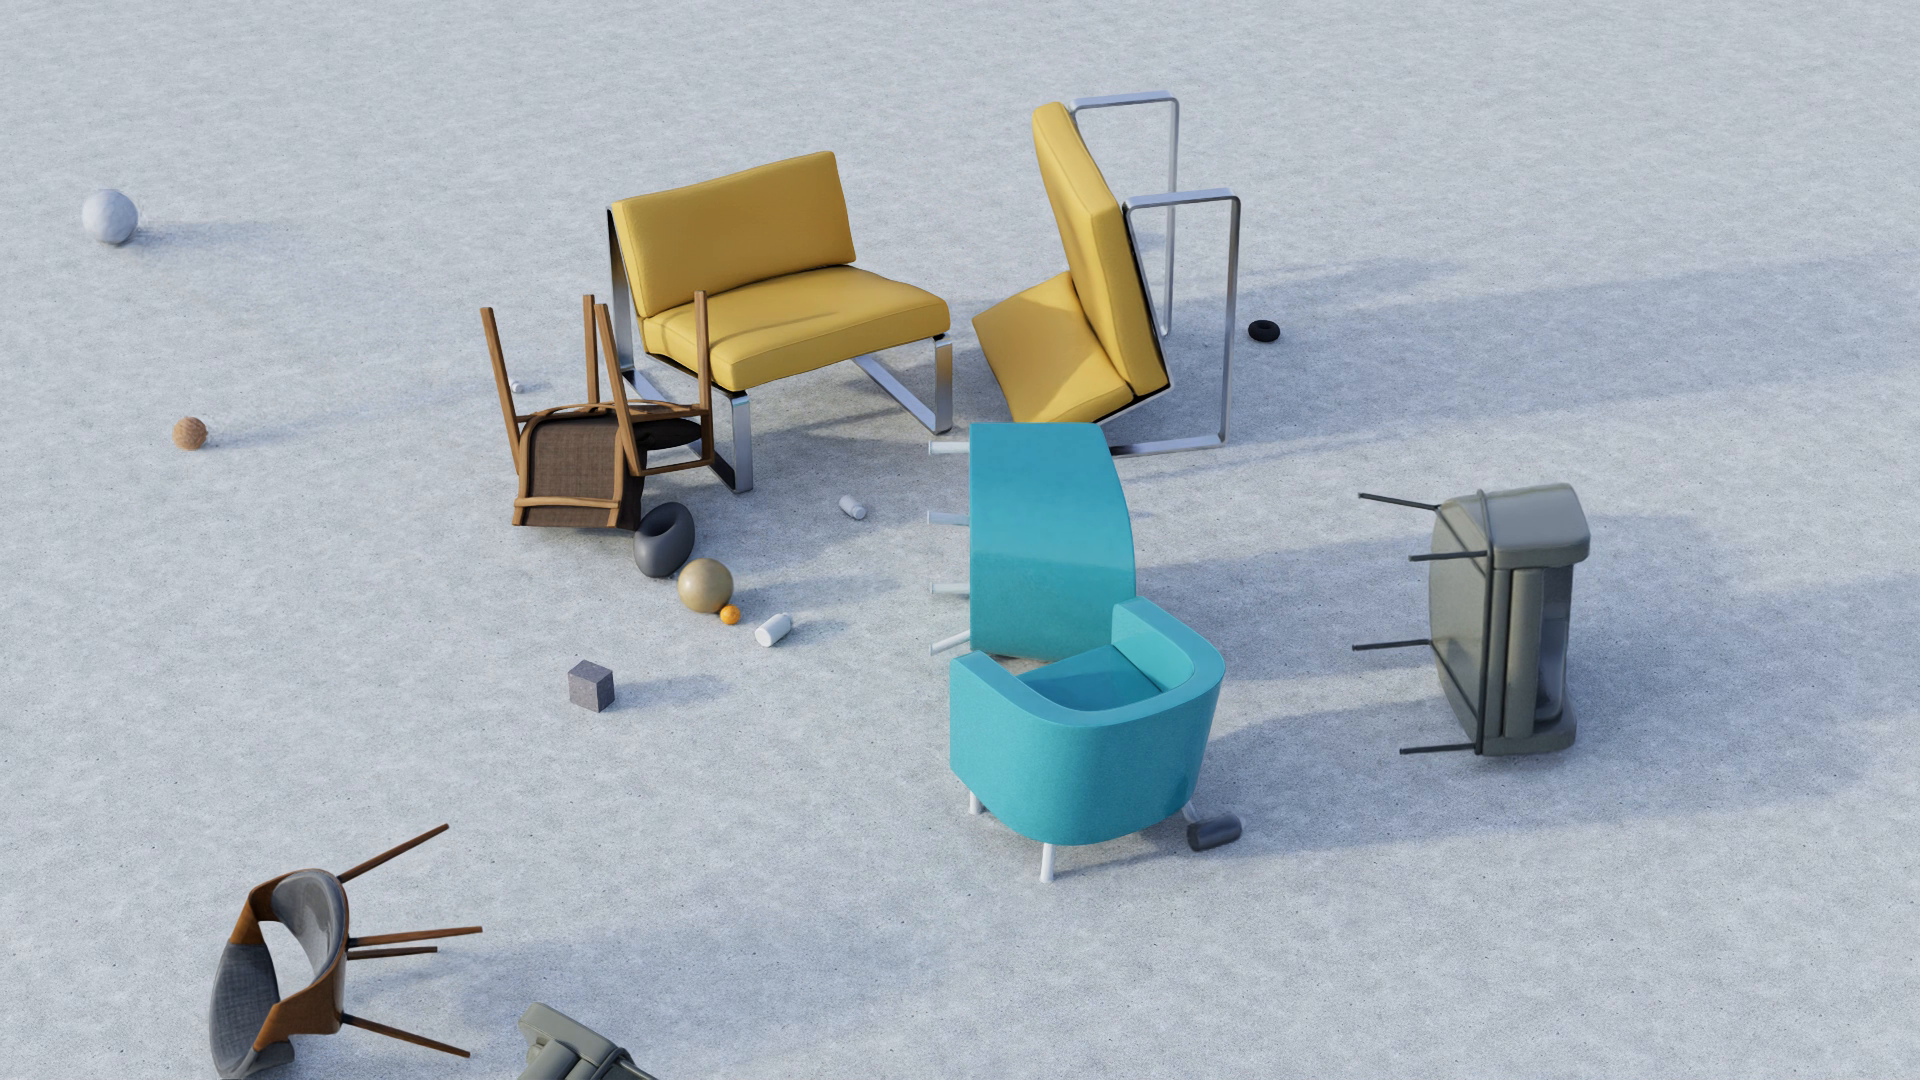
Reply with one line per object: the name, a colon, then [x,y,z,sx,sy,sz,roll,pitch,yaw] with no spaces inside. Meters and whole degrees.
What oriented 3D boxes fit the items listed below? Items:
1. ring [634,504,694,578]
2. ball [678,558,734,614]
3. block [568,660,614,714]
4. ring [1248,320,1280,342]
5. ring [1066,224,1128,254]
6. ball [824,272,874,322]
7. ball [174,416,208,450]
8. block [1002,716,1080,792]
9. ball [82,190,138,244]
ring: [-1.089,-0.001,10.802,0.205,0.159,0.389,0,30,13]
ball: [-0.912,0.163,10.513,0.202,0.202,0.202,0,33,0]
block: [-1.266,0.502,10.067,0.124,0.126,0.091,19,38,26]
ring: [1.267,-0.871,12.217,0.137,0.055,0.124,19,36,28]
ring: [0.605,-1.324,12.889,0.271,0.072,0.217,4,33,5]
ball: [-0.468,-1.016,12.296,0.209,0.209,0.209,0,33,0]
ball: [-3.009,-0.418,11.462,0.128,0.128,0.128,0,33,0]
block: [0.268,0.711,9.766,0.177,0.110,0.205,-19,38,-26]
ball: [-3.734,-1.416,12.879,0.236,0.236,0.236,0,33,0]
